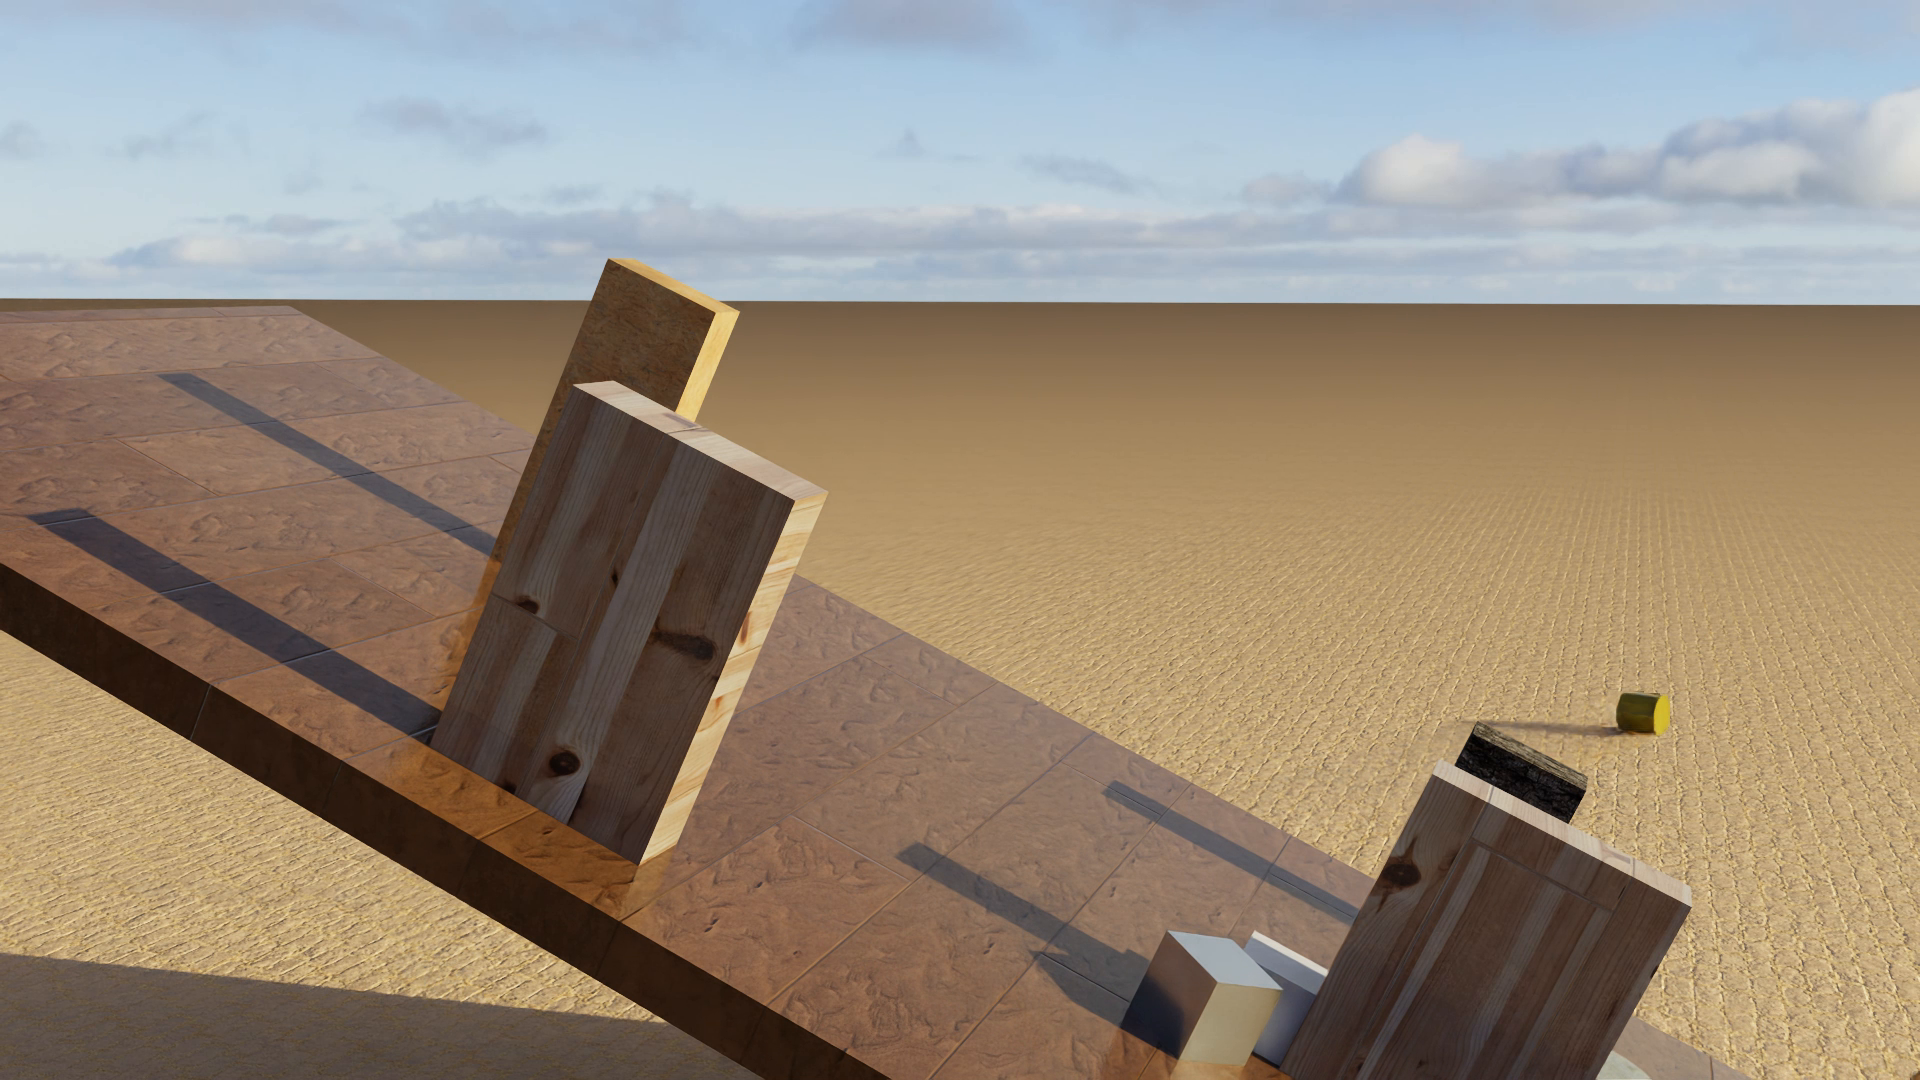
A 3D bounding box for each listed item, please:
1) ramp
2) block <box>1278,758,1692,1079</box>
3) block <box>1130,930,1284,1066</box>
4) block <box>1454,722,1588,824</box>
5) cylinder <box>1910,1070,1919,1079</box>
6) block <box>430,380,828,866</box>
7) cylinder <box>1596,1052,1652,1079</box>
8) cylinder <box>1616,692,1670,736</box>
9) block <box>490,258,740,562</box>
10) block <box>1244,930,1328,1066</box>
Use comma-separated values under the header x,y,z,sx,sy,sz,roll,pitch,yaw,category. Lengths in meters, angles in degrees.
x,y,z,sx,sy,sz,roll,pitch,yaw,category
-0.269,0.461,4.173,4.000,0.100,2.000,27,14,12,ramp
0.863,0.728,3.642,0.448,0.576,0.123,27,14,12,block
0.408,0.761,3.649,0.151,0.151,0.151,14,16,-36,block
1.059,0.648,4.503,0.245,0.479,0.135,27,14,12,block
2.152,1.199,4.762,0.158,0.158,0.158,6,9,40,cylinder
-0.521,0.126,3.433,0.397,0.634,0.140,27,14,12,block
1.084,0.998,3.819,0.192,0.192,0.192,23,13,-6,cylinder
2.765,0.703,8.906,0.156,0.156,0.156,6,9,40,cylinder
-0.690,-0.208,4.382,0.249,0.656,0.117,27,14,12,block
0.528,0.786,3.780,0.142,0.142,0.142,27,14,12,block
